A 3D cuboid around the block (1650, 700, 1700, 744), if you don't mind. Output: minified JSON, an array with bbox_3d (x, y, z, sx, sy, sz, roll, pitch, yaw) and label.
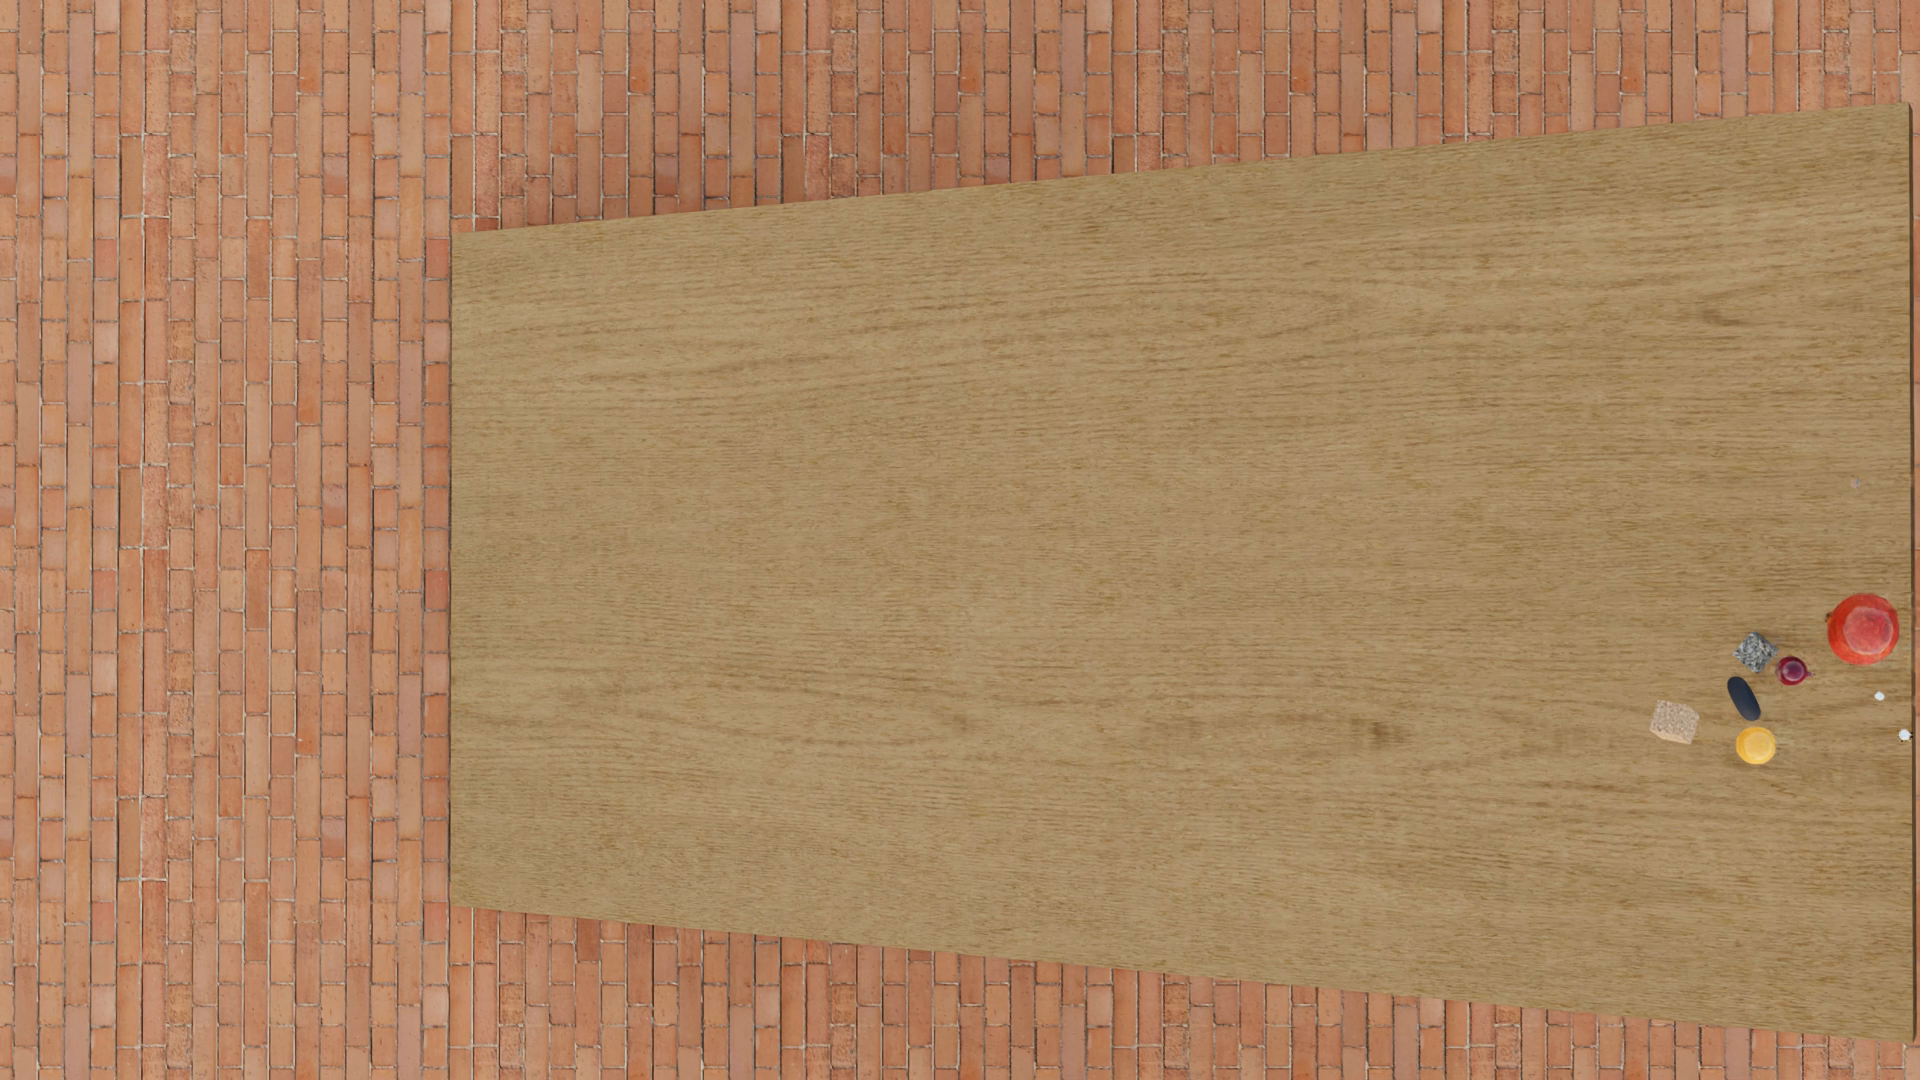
[{"bbox_3d":[1.523,0.388,4.688,0.067,0.067,0.067,9,75,44],"label":"block"}]

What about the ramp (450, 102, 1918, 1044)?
[{"bbox_3d":[0.276,0.077,5.651,4.000,0.100,2.000,0,89,28],"label":"ramp"}]

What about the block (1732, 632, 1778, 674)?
[{"bbox_3d":[1.731,0.244,4.784,0.064,0.064,0.064,42,108,22],"label":"block"}]

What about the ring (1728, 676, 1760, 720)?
[{"bbox_3d":[1.624,0.329,4.555,0.033,0.100,0.100,-31,89,25],"label":"ring"}]
